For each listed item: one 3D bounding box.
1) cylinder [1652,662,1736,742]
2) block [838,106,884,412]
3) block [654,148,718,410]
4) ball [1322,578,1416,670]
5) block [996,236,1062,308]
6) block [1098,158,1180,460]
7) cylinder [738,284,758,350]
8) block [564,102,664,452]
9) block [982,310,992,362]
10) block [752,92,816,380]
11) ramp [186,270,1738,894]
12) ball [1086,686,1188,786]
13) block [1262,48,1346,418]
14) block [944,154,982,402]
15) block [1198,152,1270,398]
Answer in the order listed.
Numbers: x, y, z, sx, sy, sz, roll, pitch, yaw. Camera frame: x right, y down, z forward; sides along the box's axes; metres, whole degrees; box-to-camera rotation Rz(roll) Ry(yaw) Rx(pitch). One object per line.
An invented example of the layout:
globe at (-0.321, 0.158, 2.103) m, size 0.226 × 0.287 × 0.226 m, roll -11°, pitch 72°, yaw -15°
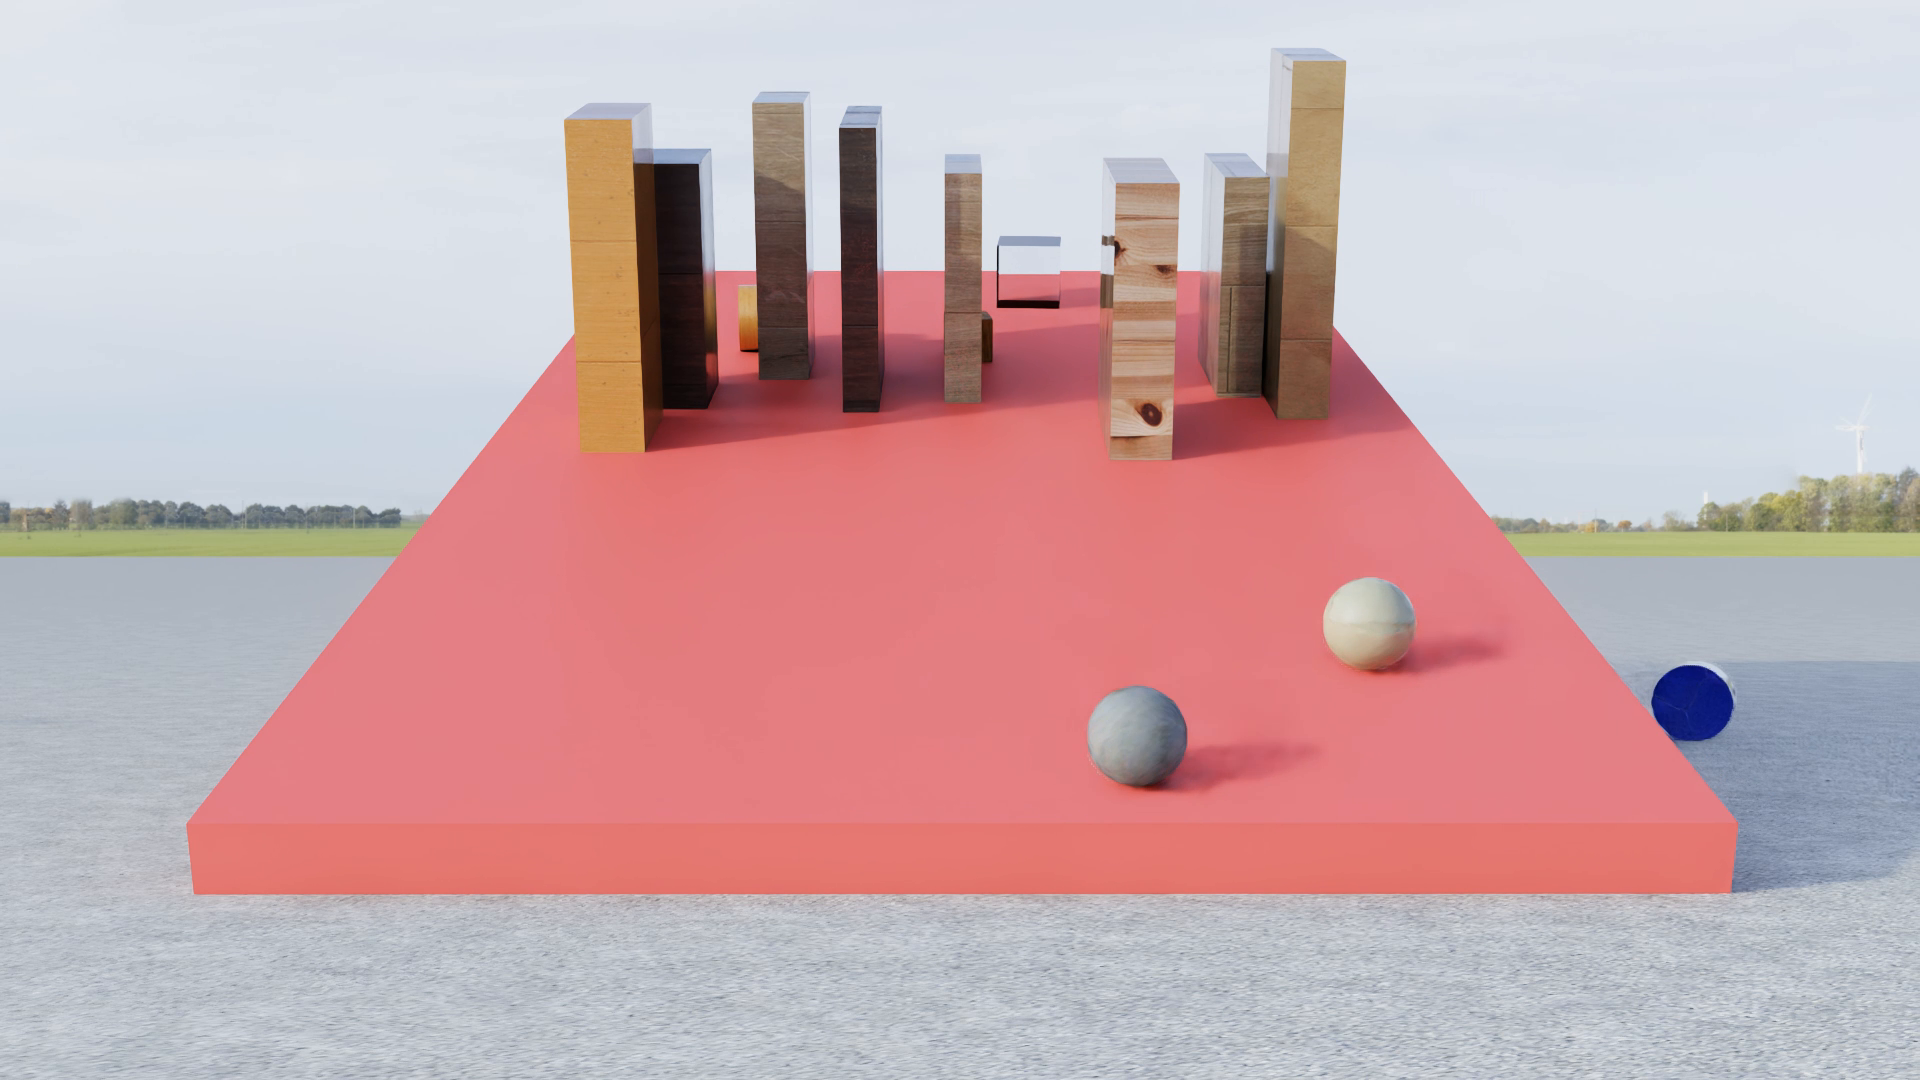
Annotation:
cylinder at (1.745, 0.382, 5.283) m, size 0.180 × 0.180 × 0.180 m, roll 0°, pitch 0°, yaw 22°
block at (-0.222, -0.653, 5.100) m, size 0.081 × 0.631 × 0.445 m, roll 0°, pitch 17°, yaw 0°
block at (-0.642, -0.596, 5.053) m, size 0.144 × 0.550 × 0.266 m, roll 0°, pitch 17°, yaw 0°
ball at (0.626, 0.128, 3.398) m, size 0.142 × 0.142 × 0.142 m, roll 0°, pitch 0°, yaw 0°
block at (0.193, -0.746, 6.187) m, size 0.172 × 0.172 × 0.172 m, roll 1°, pitch 17°, yaw 3°
block at (0.373, -0.495, 4.691) m, size 0.128 × 0.571 × 0.393 m, roll 0°, pitch 17°, yaw 0°
cylinder at (-0.473, -0.560, 5.594) m, size 0.164 × 0.164 × 0.164 m, roll -1°, pitch 0°, yaw -4°
block at (-0.725, -0.558, 4.693) m, size 0.134 × 0.688 × 0.315 m, roll 0°, pitch 17°, yaw 0°
block at (0.020, -0.503, 5.506) m, size 0.107 × 0.107 × 0.107 m, roll -2°, pitch 17°, yaw -8°
block at (-0.419, -0.731, 5.320) m, size 0.119 × 0.650 × 0.259 m, roll 0°, pitch 17°, yaw 0°
ramp at (-0.003, -0.175, 4.790) m, size 2.000 × 0.100 × 4.000 m, roll 0°, pitch 17°, yaw 0°
ball at (0.237, 0.262, 2.971) m, size 0.135 × 0.135 × 0.135 m, roll 0°, pitch 0°, yaw 0°
block at (0.759, -0.690, 4.975) m, size 0.114 × 0.779 × 0.339 m, roll 0°, pitch 17°, yaw 0°
block at (0.006, -0.611, 5.151) m, size 0.084 × 0.521 × 0.334 m, roll 0°, pitch 17°, yaw 0°
block at (0.642, -0.632, 5.249) m, size 0.101 × 0.506 × 0.428 m, roll 0°, pitch 17°, yaw 0°
